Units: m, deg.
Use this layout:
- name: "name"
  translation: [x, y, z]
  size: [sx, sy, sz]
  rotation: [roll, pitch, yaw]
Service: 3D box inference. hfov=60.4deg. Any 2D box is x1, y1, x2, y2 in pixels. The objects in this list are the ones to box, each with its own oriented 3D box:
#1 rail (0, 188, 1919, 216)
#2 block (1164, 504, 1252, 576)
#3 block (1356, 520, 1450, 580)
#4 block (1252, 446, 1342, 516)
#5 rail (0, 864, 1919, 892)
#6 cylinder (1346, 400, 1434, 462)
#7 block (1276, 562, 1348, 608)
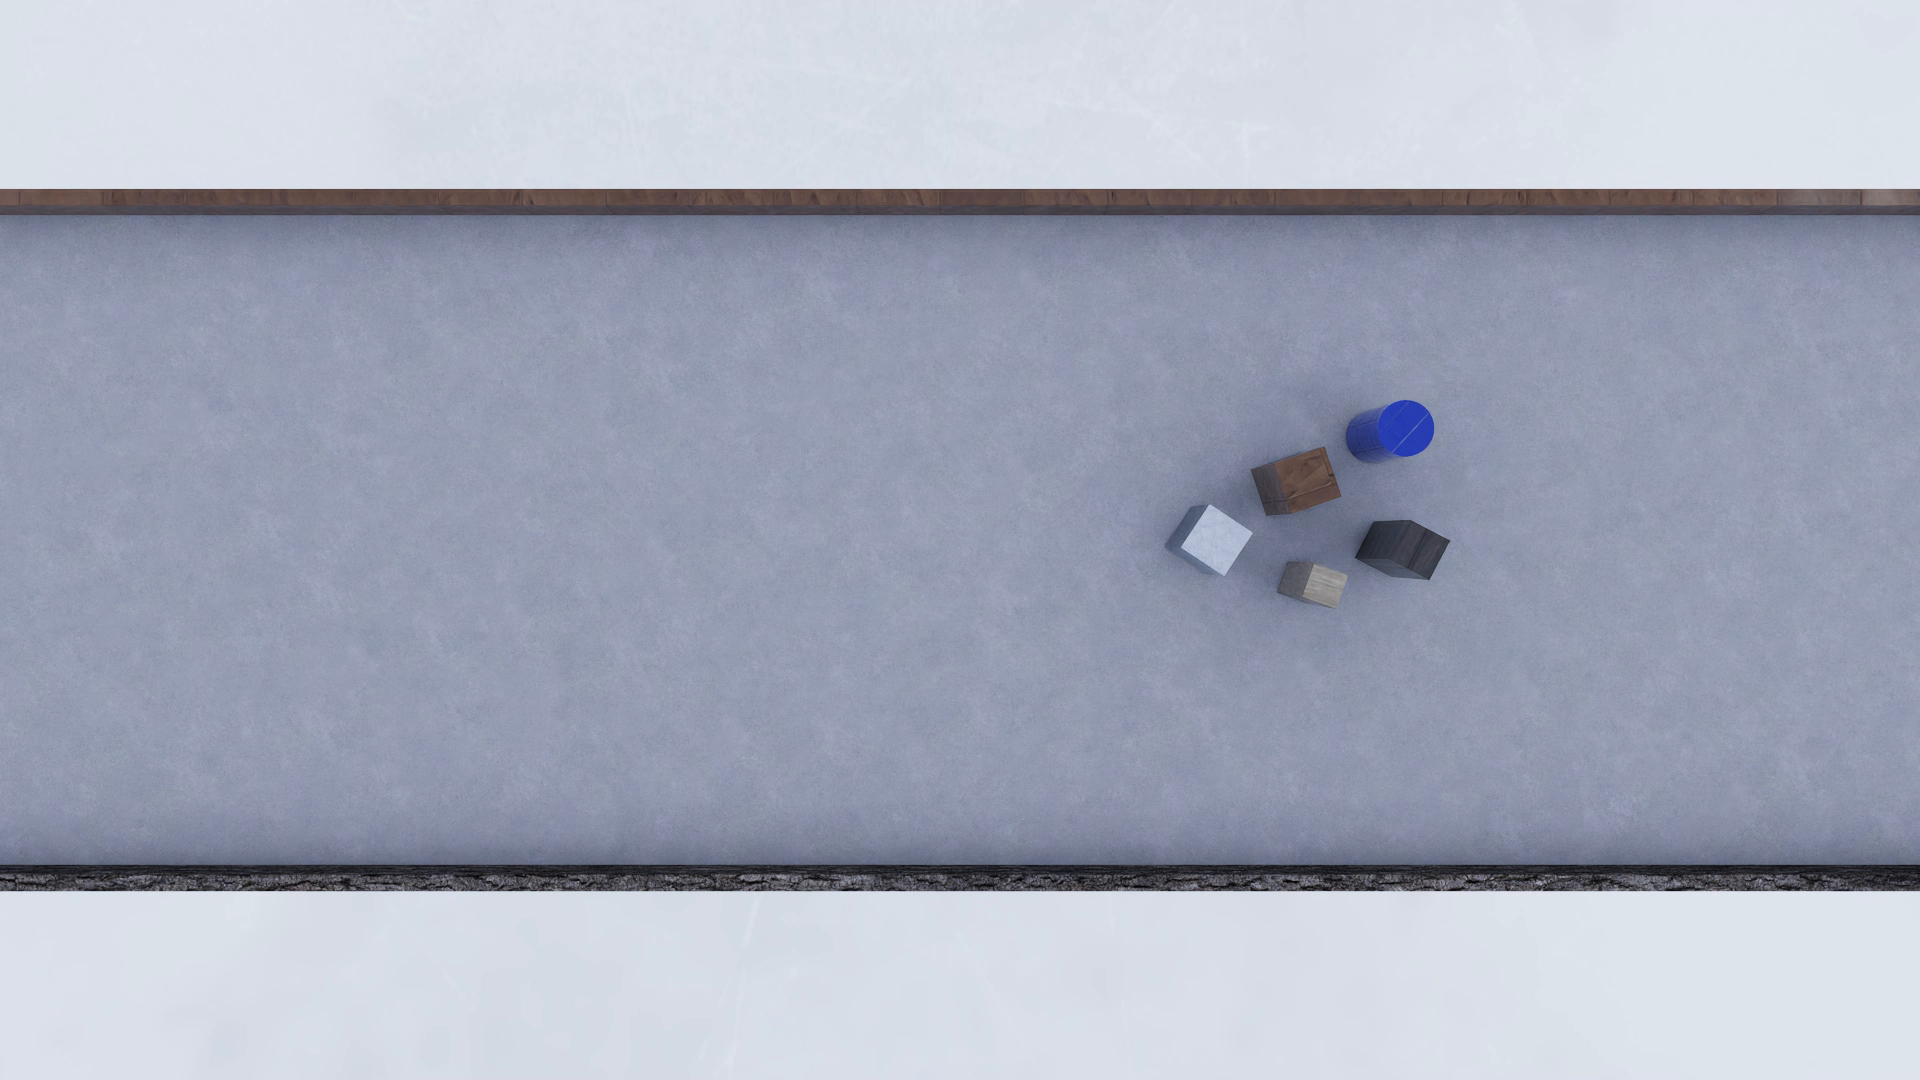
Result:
- name: "rail"
  translation: [-2.247, -1.025, 5.002]
  size: [12.000, 0.150, 0.050]
  rotation: [0, 90, 0]
- name: "block"
  translation: [0.732, 0.000, 4.887]
  size: [0.148, 0.378, 0.148]
  rotation: [34, 90, 0]
- name: "block"
  translation: [1.300, 0.028, 4.869]
  size: [0.126, 0.415, 0.126]
  rotation: [28, 90, 0]
- name: "block"
  translation: [0.990, -0.170, 4.883]
  size: [0.151, 0.387, 0.151]
  rotation: [-19, 90, 0]
- name: "rail"
  translation: [-2.247, 1.025, 5.001]
  size: [12.000, 0.150, 0.050]
  rotation: [0, 90, 0]
- name: "cylinder"
  translation: [1.267, -0.318, 4.881]
  size: [0.161, 0.390, 0.161]
  rotation: [0, 90, 0]
- name: "block"
  translation: [1.040, 0.131, 4.885]
  size: [0.102, 0.383, 0.102]
  rotation: [20, 90, 0]
